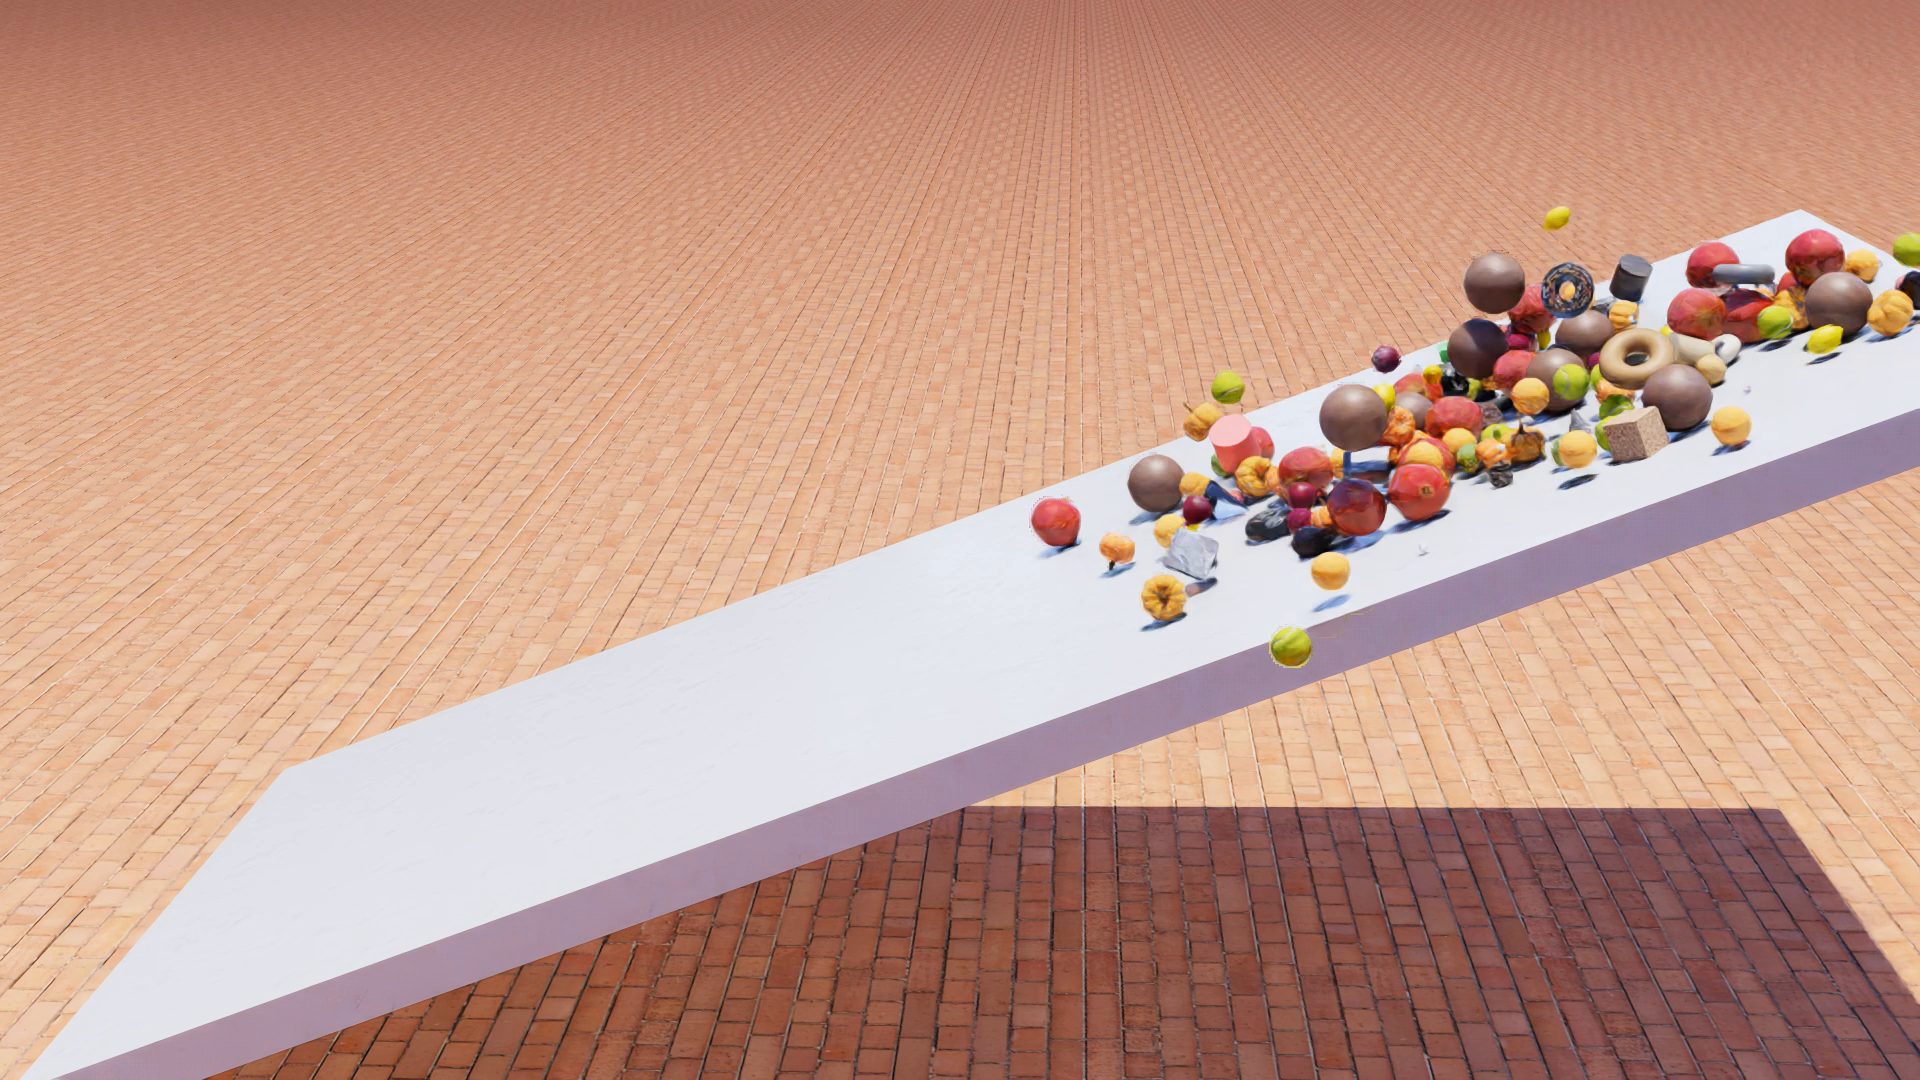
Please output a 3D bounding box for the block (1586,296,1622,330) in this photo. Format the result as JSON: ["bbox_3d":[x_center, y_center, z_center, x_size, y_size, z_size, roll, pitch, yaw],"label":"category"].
[{"bbox_3d":[1.451,-0.512,6.623,0.054,0.054,0.054,-14,14,33],"label":"block"}]

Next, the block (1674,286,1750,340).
[{"bbox_3d":[1.557,-0.460,6.084,0.091,0.091,0.091,-35,16,-22],"label":"block"}]

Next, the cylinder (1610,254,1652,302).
[{"bbox_3d":[1.532,-0.597,6.717,0.077,0.077,0.077,6,43,-6],"label":"cylinder"}]

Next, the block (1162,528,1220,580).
[{"bbox_3d":[0.453,0.029,5.768,0.078,0.078,0.078,21,-3,-5],"label":"block"}]

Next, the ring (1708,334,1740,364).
[{"bbox_3d":[1.512,-0.373,5.908,0.118,0.039,0.118,-29,11,6],"label":"ring"}]

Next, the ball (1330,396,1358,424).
[{"bbox_3d":[0.760,-0.258,5.810,0.055,0.055,0.055,0,13,0],"label":"ball"}]

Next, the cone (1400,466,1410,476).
[{"bbox_3d":[0.901,-0.142,6.019,0.050,0.050,0.050,20,22,31],"label":"cone"}]

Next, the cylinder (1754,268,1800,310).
[{"bbox_3d":[1.715,-0.525,6.175,0.069,0.069,0.069,13,33,43],"label":"cylinder"}]

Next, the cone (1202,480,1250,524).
[{"bbox_3d":[0.572,-0.071,6.238,0.097,0.097,0.097,12,16,18],"label":"cone"}]

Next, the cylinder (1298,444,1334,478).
[{"bbox_3d":[0.762,-0.170,6.302,0.059,0.059,0.059,-20,11,9],"label":"cylinder"}]

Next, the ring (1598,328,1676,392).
[{"bbox_3d":[1.299,-0.347,5.645,0.146,0.049,0.146,-11,48,13],"label":"ring"}]

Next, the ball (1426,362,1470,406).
[{"bbox_3d":[1.052,-0.336,6.339,0.093,0.093,0.093,0,13,0],"label":"ball"}]

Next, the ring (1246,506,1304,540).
[{"bbox_3d":[0.638,-0.035,5.962,0.127,0.042,0.127,-20,11,4],"label":"ring"}]

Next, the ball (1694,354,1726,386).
[{"bbox_3d":[1.472,-0.333,5.768,0.060,0.060,0.060,0,13,0],"label":"ball"}]

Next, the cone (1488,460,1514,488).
[{"bbox_3d":[1.053,-0.123,5.663,0.053,0.053,0.053,10,2,37],"label":"cone"}]

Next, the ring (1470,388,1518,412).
[{"bbox_3d":[1.136,-0.292,6.246,0.108,0.036,0.108,-22,12,5],"label":"ring"}]

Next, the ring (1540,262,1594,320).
[{"bbox_3d":[1.244,-0.511,6.027,0.116,0.116,0.039,10,7,37],"label":"ring"}]

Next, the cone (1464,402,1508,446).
[{"bbox_3d":[1.100,-0.234,6.031,0.092,0.092,0.092,12,5,42],"label":"cone"}]

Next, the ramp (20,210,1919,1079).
[{"bbox_3d":[0.120,0.175,6.293,4.000,0.100,2.000,-20,12,7],"label":"ramp"}]

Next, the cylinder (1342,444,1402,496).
[{"bbox_3d":[0.823,-0.140,5.884,0.093,0.093,0.093,12,17,27],"label":"cylinder"}]

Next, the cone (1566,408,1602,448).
[{"bbox_3d":[1.205,-0.226,5.733,0.071,0.071,0.071,-21,12,5],"label":"cone"}]

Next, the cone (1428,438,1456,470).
[{"bbox_3d":[0.970,-0.180,5.980,0.058,0.058,0.058,-21,12,5],"label":"cone"}]

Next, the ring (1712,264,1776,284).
[{"bbox_3d":[1.589,-0.539,5.965,0.126,0.042,0.126,1,4,0],"label":"ring"}]

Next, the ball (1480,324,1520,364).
[{"bbox_3d":[1.218,-0.442,6.634,0.091,0.091,0.091,0,13,0],"label":"ball"}]

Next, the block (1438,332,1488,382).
[{"bbox_3d":[1.134,-0.407,6.635,0.087,0.087,0.087,-19,12,12],"label":"block"}]

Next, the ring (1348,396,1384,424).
[{"bbox_3d":[0.911,-0.294,6.659,0.104,0.035,0.104,-21,13,5],"label":"ring"}]

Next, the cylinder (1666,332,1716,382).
[{"bbox_3d":[1.438,-0.363,5.826,0.082,0.082,0.082,11,10,-17],"label":"cylinder"}]

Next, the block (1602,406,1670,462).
[{"bbox_3d":[1.262,-0.197,5.490,0.076,0.076,0.076,-31,15,-38],"label":"block"}]

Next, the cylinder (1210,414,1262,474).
[{"bbox_3d":[0.596,-0.206,6.360,0.093,0.093,0.093,-13,47,14],"label":"cylinder"}]
